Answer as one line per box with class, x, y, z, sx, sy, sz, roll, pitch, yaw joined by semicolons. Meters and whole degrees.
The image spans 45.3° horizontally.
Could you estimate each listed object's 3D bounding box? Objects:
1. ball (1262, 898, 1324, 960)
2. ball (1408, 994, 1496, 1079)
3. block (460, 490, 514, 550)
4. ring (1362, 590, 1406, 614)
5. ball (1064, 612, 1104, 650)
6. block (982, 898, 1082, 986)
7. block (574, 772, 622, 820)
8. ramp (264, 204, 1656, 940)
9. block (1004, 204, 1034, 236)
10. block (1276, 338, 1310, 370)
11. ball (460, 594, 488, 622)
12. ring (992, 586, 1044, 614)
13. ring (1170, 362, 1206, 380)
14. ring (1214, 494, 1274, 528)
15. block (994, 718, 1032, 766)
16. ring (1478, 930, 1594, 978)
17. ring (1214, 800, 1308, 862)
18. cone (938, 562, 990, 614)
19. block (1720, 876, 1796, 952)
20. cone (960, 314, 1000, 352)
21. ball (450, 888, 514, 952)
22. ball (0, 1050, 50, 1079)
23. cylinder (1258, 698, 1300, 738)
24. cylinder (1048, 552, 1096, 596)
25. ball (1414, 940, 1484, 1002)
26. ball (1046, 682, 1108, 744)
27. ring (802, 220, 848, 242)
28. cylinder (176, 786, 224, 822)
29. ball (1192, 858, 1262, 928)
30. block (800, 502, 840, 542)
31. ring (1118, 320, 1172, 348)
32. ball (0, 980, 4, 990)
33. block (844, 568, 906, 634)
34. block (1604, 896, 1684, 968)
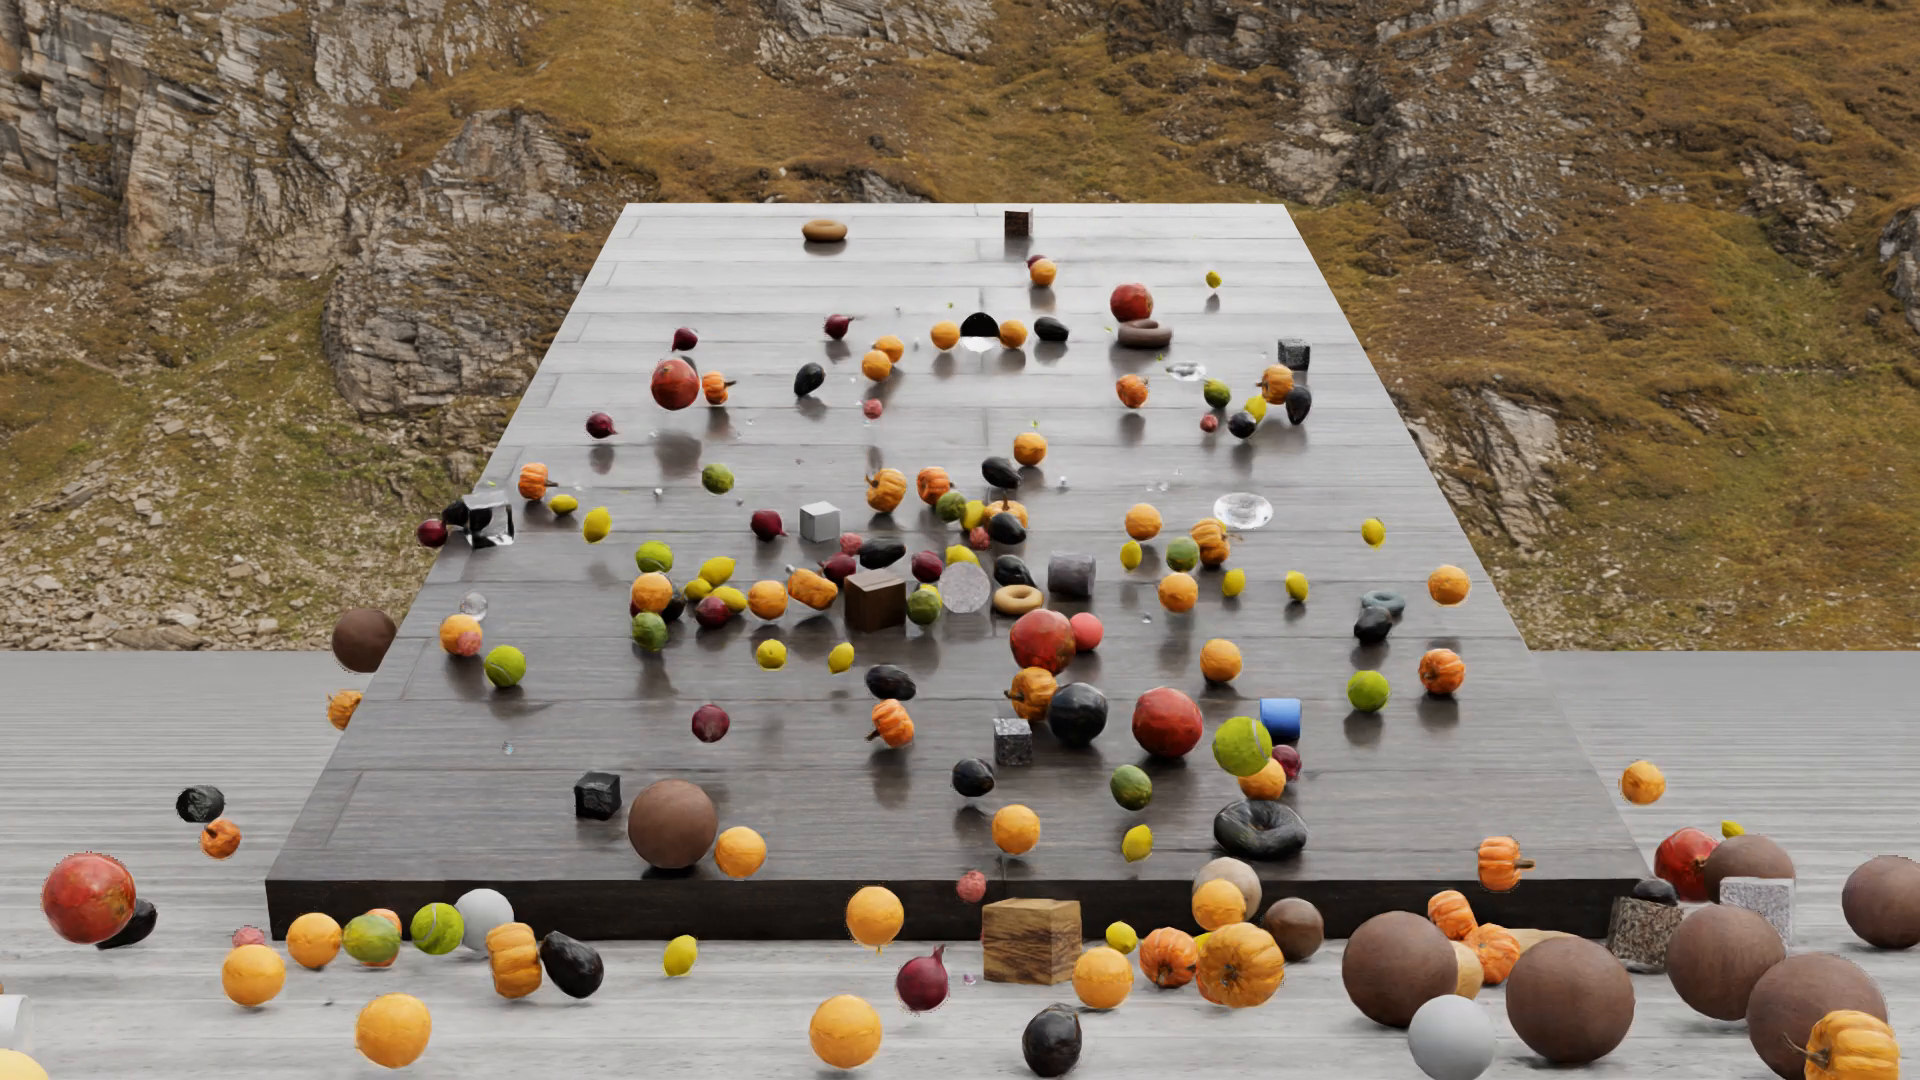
ball;0.453;0.529;3.125;0.086;0.086;0.086;0;-3;0
ball;0.482;0.489;2.254;0.085;0.085;0.085;0;-3;0
block;-0.922;-0.040;4.487;0.082;0.082;0.082;-9;24;-21
ring;0.771;0.114;4.193;0.080;0.027;0.080;1;21;0
ball;0.217;0.160;4.022;0.067;0.067;0.067;0;-3;0
block;0.093;0.515;2.958;0.095;0.095;0.095;-1;-2;26
block;-0.548;0.388;3.484;0.051;0.051;0.051;6;23;15
ramp;-0.007;-0.222;5.177;2.000;0.100;4.000;0;22;0
block;0.171;-0.928;6.678;0.071;0.071;0.071;5;23;12
block;0.799;-0.445;5.514;0.060;0.060;0.060;-4;23;-10
ball;-0.874;0.121;4.134;0.050;0.050;0.050;0;-3;0
ring;0.106;0.109;4.194;0.094;0.031;0.094;0;22;0
ring;0.539;-0.400;5.445;0.087;0.029;0.087;-1;22;1
ring;0.567;-0.059;4.597;0.118;0.039;0.118;0;24;0
block;0.083;0.320;3.648;0.054;0.054;0.054;-2;22;-5
ring;0.755;0.542;3.013;0.149;0.050;0.149;1;-2;0
ring;0.443;0.428;3.397;0.139;0.046;0.139;1;22;-1
cone;0.000;0.090;4.226;0.096;0.096;0.096;0;-5;-9
block;1.135;0.532;3.275;0.093;0.093;0.093;-1;-3;24
cone;0.050;-0.505;5.680;0.096;0.096;0.096;0;-4;2
ball;-0.652;0.518;3.138;0.085;0.085;0.085;0;-3;0
ball;-0.812;0.474;1.941;0.087;0.087;0.087;0;-3;0
cylinder;0.517;0.288;3.716;0.062;0.062;0.062;1;-3;3
cylinder;0.206;0.062;4.247;0.076;0.076;0.076;6;-1;12
ball;0.576;0.512;2.710;0.081;0.081;0.081;0;-3;0
ball;0.188;0.278;3.693;0.099;0.099;0.099;0;-3;0
ring;-0.388;-0.891;6.622;0.130;0.043;0.130;1;22;0
cylinder;-1.841;0.641;5.580;0.083;0.083;0.083;0;-3;9
ball;0.370;0.489;3.192;0.096;0.096;0.096;0;-3;0
block;-0.275;-0.036;4.512;0.057;0.057;0.057;-14;26;-31
ring;0.458;-0.512;5.698;0.137;0.046;0.137;1;21;0
ball;-1.091;0.498;2.507;0.090;0.090;0.090;0;-3;0
block;-0.153;0.108;4.132;0.080;0.080;0.080;-13;26;-29
block;0.900;0.516;3.029;0.079;0.079;0.079;11;-7;10
